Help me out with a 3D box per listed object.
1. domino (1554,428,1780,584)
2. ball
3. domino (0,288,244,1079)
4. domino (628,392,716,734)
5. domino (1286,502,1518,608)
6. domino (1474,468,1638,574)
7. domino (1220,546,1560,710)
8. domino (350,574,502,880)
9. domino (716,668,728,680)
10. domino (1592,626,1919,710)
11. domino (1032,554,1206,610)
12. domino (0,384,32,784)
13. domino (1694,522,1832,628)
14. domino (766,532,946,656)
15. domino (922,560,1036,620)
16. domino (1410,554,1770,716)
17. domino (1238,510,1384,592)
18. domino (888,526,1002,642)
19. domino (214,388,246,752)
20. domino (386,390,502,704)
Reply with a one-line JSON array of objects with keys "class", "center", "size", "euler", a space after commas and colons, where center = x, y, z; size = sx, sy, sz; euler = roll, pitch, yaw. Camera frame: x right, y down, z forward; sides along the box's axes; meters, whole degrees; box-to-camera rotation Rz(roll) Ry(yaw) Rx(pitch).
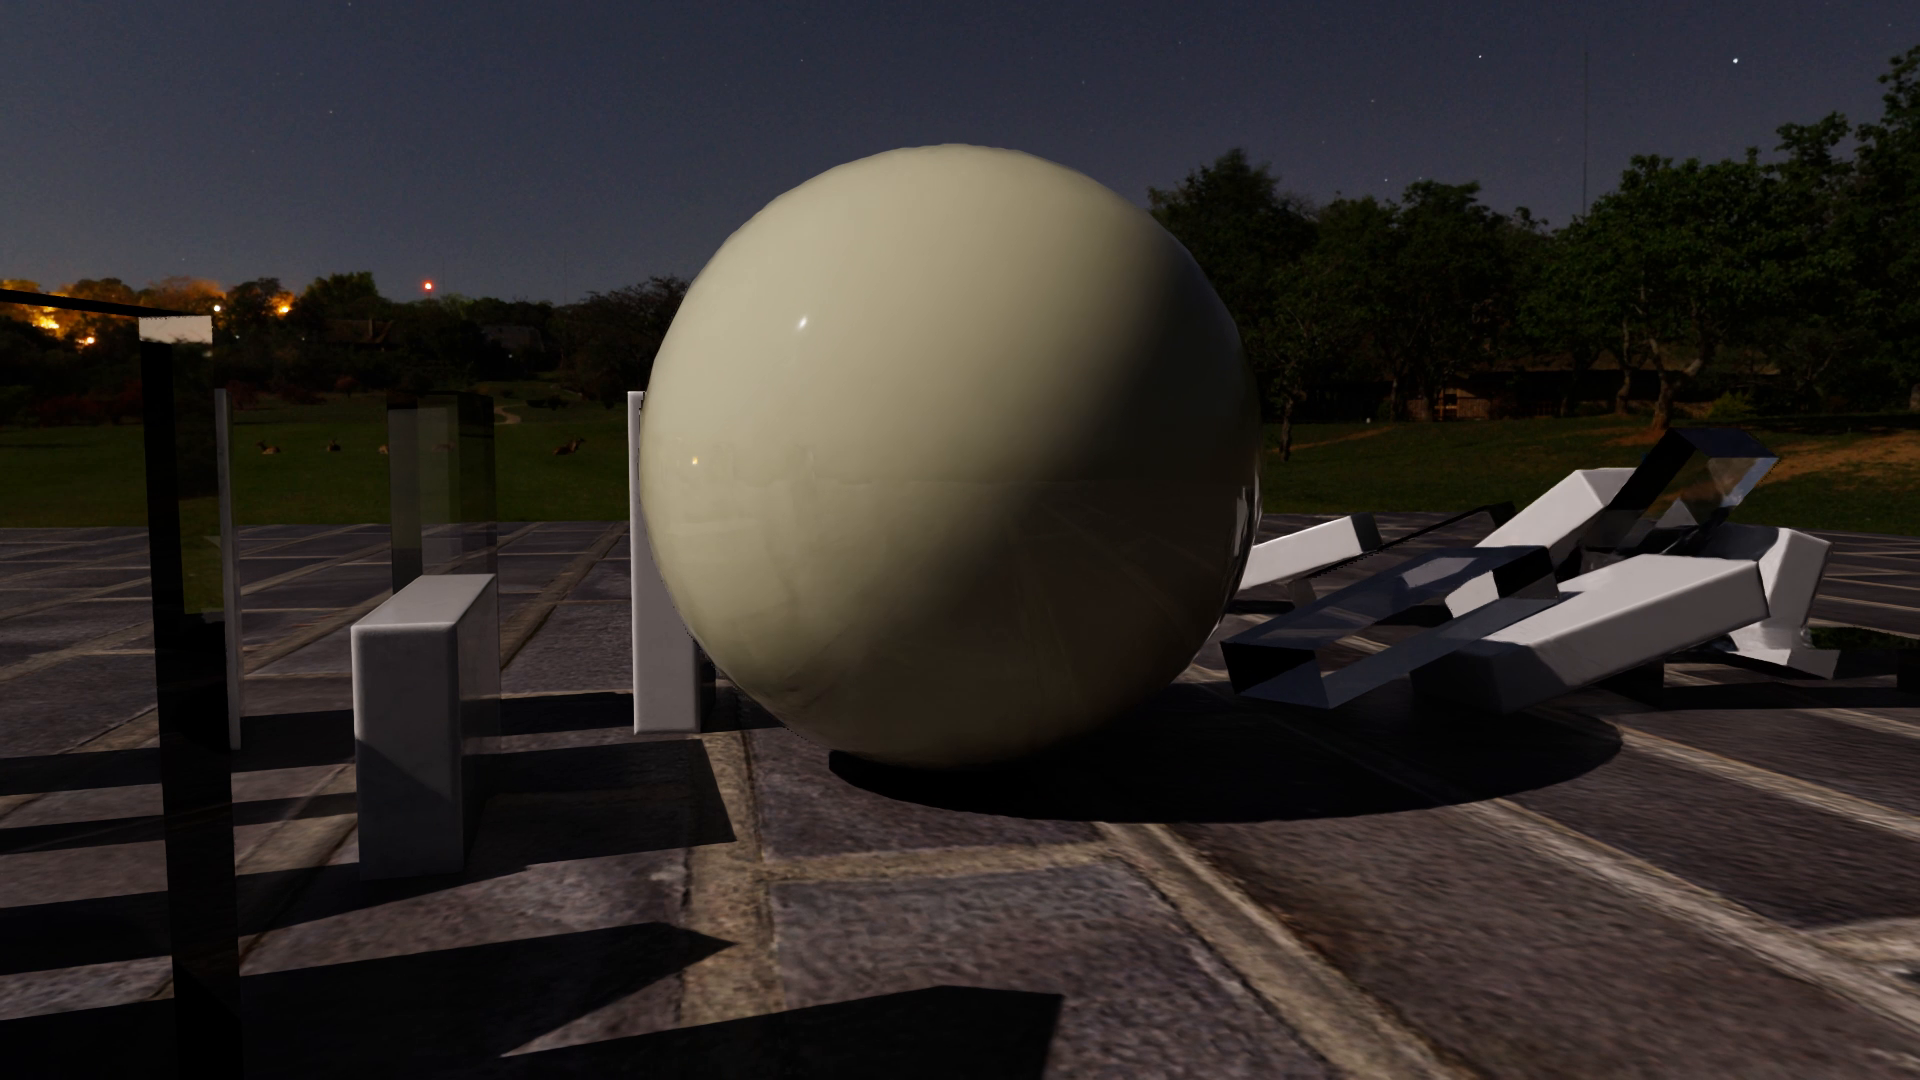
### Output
[{"class": "domino", "center": [0.137, 0.000, 0.258], "size": [0.025, 0.050, 0.010], "euler": [-3, 42, -32]}, {"class": "ball", "center": [-0.001, -0.010, 0.168], "size": [0.080, 0.080, 0.080], "euler": [0, 4, 0]}, {"class": "domino", "center": [-0.051, 0.013, 0.066], "size": [0.009, 0.050, 0.025], "euler": [1, 4, 11]}, {"class": "domino", "center": [-0.044, 0.003, 0.199], "size": [0.009, 0.050, 0.025], "euler": [0, 4, -5]}, {"class": "domino", "center": [0.106, 0.005, 0.306], "size": [0.050, 0.009, 0.025], "euler": [-26, -12, 34]}, {"class": "domino", "center": [0.124, 0.003, 0.278], "size": [0.025, 0.010, 0.050], "euler": [-3, -32, -32]}, {"class": "domino", "center": [0.072, 0.014, 0.215], "size": [0.050, 0.009, 0.025], "euler": [-20, 6, -22]}, {"class": "domino", "center": [-0.061, 0.019, 0.149], "size": [0.010, 0.025, 0.050], "euler": [-1, 4, -16]}, {"class": "domino", "center": [-0.027, 0.020, 0.236], "size": [0.050, 0.010, 0.025], "euler": [3, 5, 32]}, {"class": "domino", "center": [0.137, 0.021, 0.219], "size": [0.050, 0.010, 0.025], "euler": [0, 4, -2]}, {"class": "domino", "center": [0.045, 0.011, 0.357], "size": [0.025, 0.009, 0.050], "euler": [4, 6, 40]}, {"class": "domino", "center": [-0.132, 0.005, 0.161], "size": [0.025, 0.050, 0.009], "euler": [1, 4, 15]}, {"class": "domino", "center": [0.152, 0.009, 0.266], "size": [0.009, 0.025, 0.050], "euler": [17, 2, -9]}, {"class": "domino", "center": [-0.024, 0.011, 0.282], "size": [0.025, 0.009, 0.050], "euler": [-36, 16, -15]}, {"class": "domino", "center": [0.003, 0.013, 0.337], "size": [0.025, 0.010, 0.050], "euler": [0, 4, -6]}, {"class": "domino", "center": [0.103, 0.015, 0.213], "size": [0.050, 0.009, 0.025], "euler": [-17, 6, -11]}, {"class": "domino", "center": [0.079, 0.005, 0.324], "size": [0.050, 0.009, 0.025], "euler": [-20, -6, 29]}, {"class": "domino", "center": [-0.010, 0.009, 0.300], "size": [0.025, 0.010, 0.050], "euler": [-36, 13, -11]}, {"class": "domino", "center": [-0.110, 0.004, 0.185], "size": [0.010, 0.050, 0.025], "euler": [-2, 5, -28]}, {"class": "domino", "center": [-0.078, 0.003, 0.195], "size": [0.009, 0.050, 0.025], "euler": [-1, 4, -9]}]
